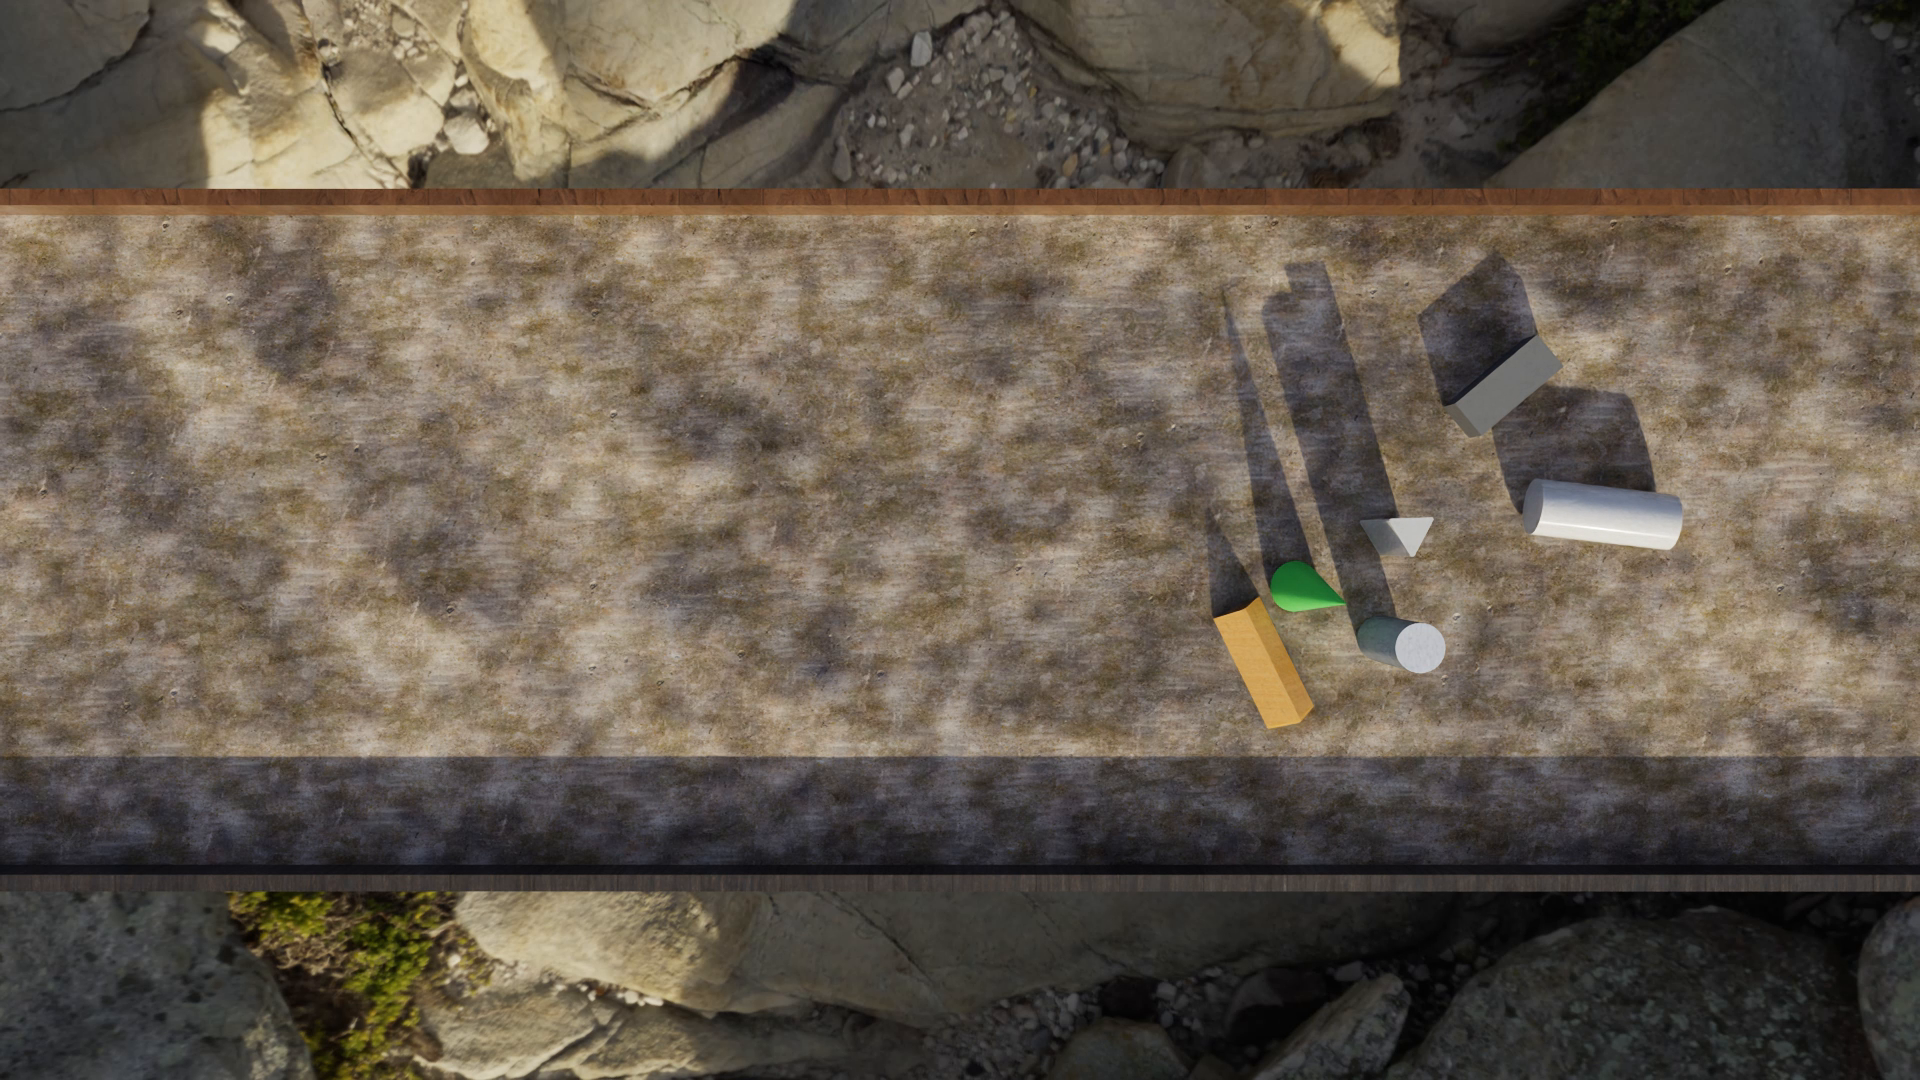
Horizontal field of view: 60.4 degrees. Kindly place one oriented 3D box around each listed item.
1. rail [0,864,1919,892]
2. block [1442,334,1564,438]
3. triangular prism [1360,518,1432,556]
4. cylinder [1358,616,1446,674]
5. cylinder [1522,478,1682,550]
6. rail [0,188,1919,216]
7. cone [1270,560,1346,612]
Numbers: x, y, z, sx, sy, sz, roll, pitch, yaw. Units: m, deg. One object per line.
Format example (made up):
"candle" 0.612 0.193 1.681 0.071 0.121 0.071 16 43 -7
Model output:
"rail" -2.247 1.025 5.001 12.000 0.150 0.050 0 90 0
"block" 1.650 -0.466 5.014 0.323 0.126 0.126 -40 90 0
"triangular prism" 1.309 -0.034 4.900 0.109 0.354 0.126 -32 90 0
"cylinder" 1.293 0.303 4.853 0.141 0.446 0.141 0 90 0
"cylinder" 1.941 -0.078 4.991 0.418 0.170 0.170 7 90 0
"rail" -2.247 -1.025 5.002 12.000 0.150 0.050 0 90 0
"cone" 1.059 0.161 4.849 0.157 0.436 0.157 -1 95 -8
